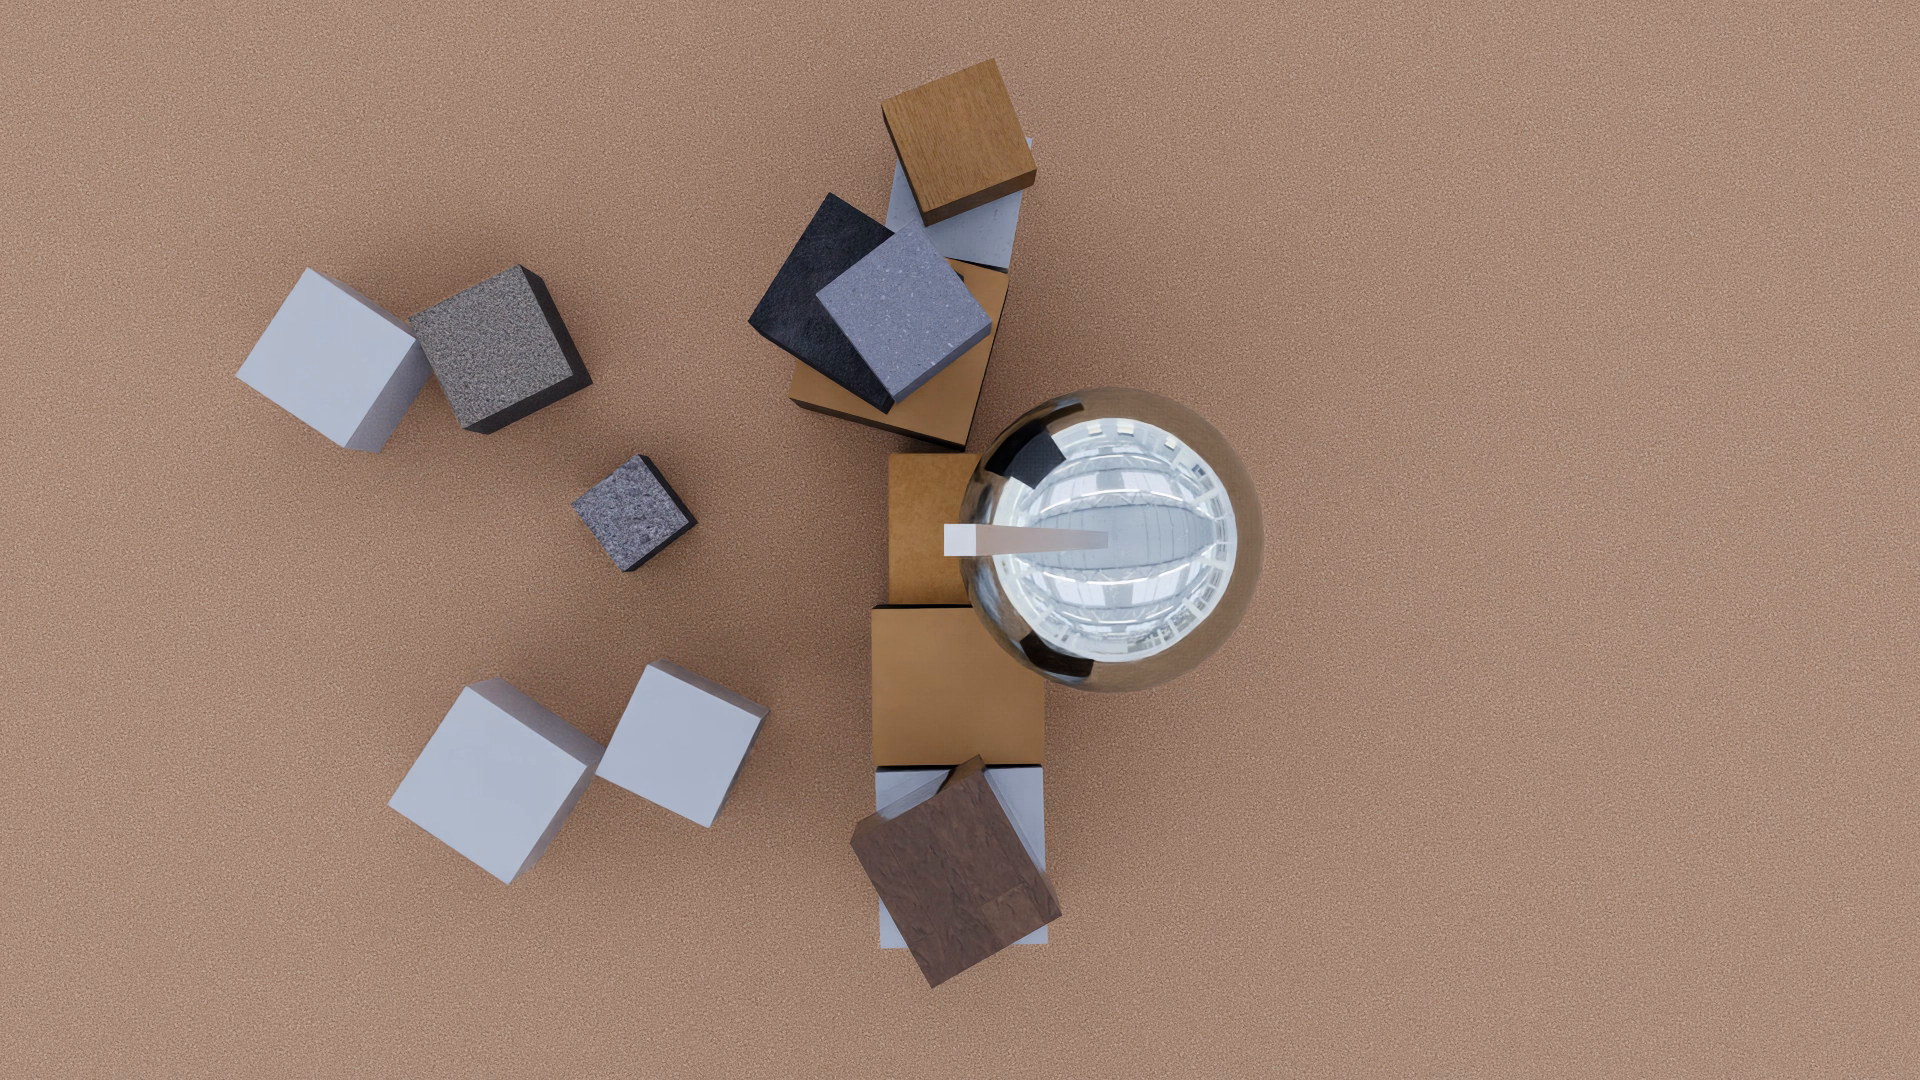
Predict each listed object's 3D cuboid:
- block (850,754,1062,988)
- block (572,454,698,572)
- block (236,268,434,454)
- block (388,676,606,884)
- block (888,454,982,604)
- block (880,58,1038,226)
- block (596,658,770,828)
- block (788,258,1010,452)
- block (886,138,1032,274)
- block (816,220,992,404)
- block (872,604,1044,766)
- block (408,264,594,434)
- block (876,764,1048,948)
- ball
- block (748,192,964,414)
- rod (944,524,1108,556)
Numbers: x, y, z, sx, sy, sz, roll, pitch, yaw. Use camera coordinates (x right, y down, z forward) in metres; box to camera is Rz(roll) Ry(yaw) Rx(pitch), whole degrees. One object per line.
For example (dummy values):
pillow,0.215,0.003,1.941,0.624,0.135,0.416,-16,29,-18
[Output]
block,-0.020,1.728,11.609,0.765,0.821,0.852,-29,90,0
block,-1.883,-0.154,12.771,0.476,0.459,0.489,-37,90,0
block,-3.536,-1.017,12.628,0.726,0.744,0.727,34,90,0
block,-2.613,1.356,12.575,0.804,0.849,0.787,34,90,0
block,-0.015,-0.062,12.641,0.763,0.719,0.842,0,90,0
block,-0.006,-2.153,11.967,0.648,0.550,0.634,-21,90,0
block,-1.584,1.159,12.676,0.709,0.647,0.684,26,90,0
block,-0.332,-1.114,12.505,1.005,0.989,0.961,15,90,0
block,-0.017,-1.938,12.621,0.720,0.758,0.736,10,90,0
block,-0.269,-1.119,10.904,0.599,0.659,0.617,-37,90,0
block,-0.011,0.805,12.544,0.945,0.912,0.860,-1,90,0
block,-2.629,-1.085,12.659,0.694,0.682,0.693,-26,90,0
block,0.009,1.739,12.510,0.913,0.981,0.960,-2,90,0
ball,0.781,0.000,11.457,1.600,1.600,1.600,0,90,0
block,-0.533,-1.232,11.623,0.812,0.776,0.785,32,90,0
rod,0.339,0.000,8.086,0.080,5.200,0.080,0,90,7
